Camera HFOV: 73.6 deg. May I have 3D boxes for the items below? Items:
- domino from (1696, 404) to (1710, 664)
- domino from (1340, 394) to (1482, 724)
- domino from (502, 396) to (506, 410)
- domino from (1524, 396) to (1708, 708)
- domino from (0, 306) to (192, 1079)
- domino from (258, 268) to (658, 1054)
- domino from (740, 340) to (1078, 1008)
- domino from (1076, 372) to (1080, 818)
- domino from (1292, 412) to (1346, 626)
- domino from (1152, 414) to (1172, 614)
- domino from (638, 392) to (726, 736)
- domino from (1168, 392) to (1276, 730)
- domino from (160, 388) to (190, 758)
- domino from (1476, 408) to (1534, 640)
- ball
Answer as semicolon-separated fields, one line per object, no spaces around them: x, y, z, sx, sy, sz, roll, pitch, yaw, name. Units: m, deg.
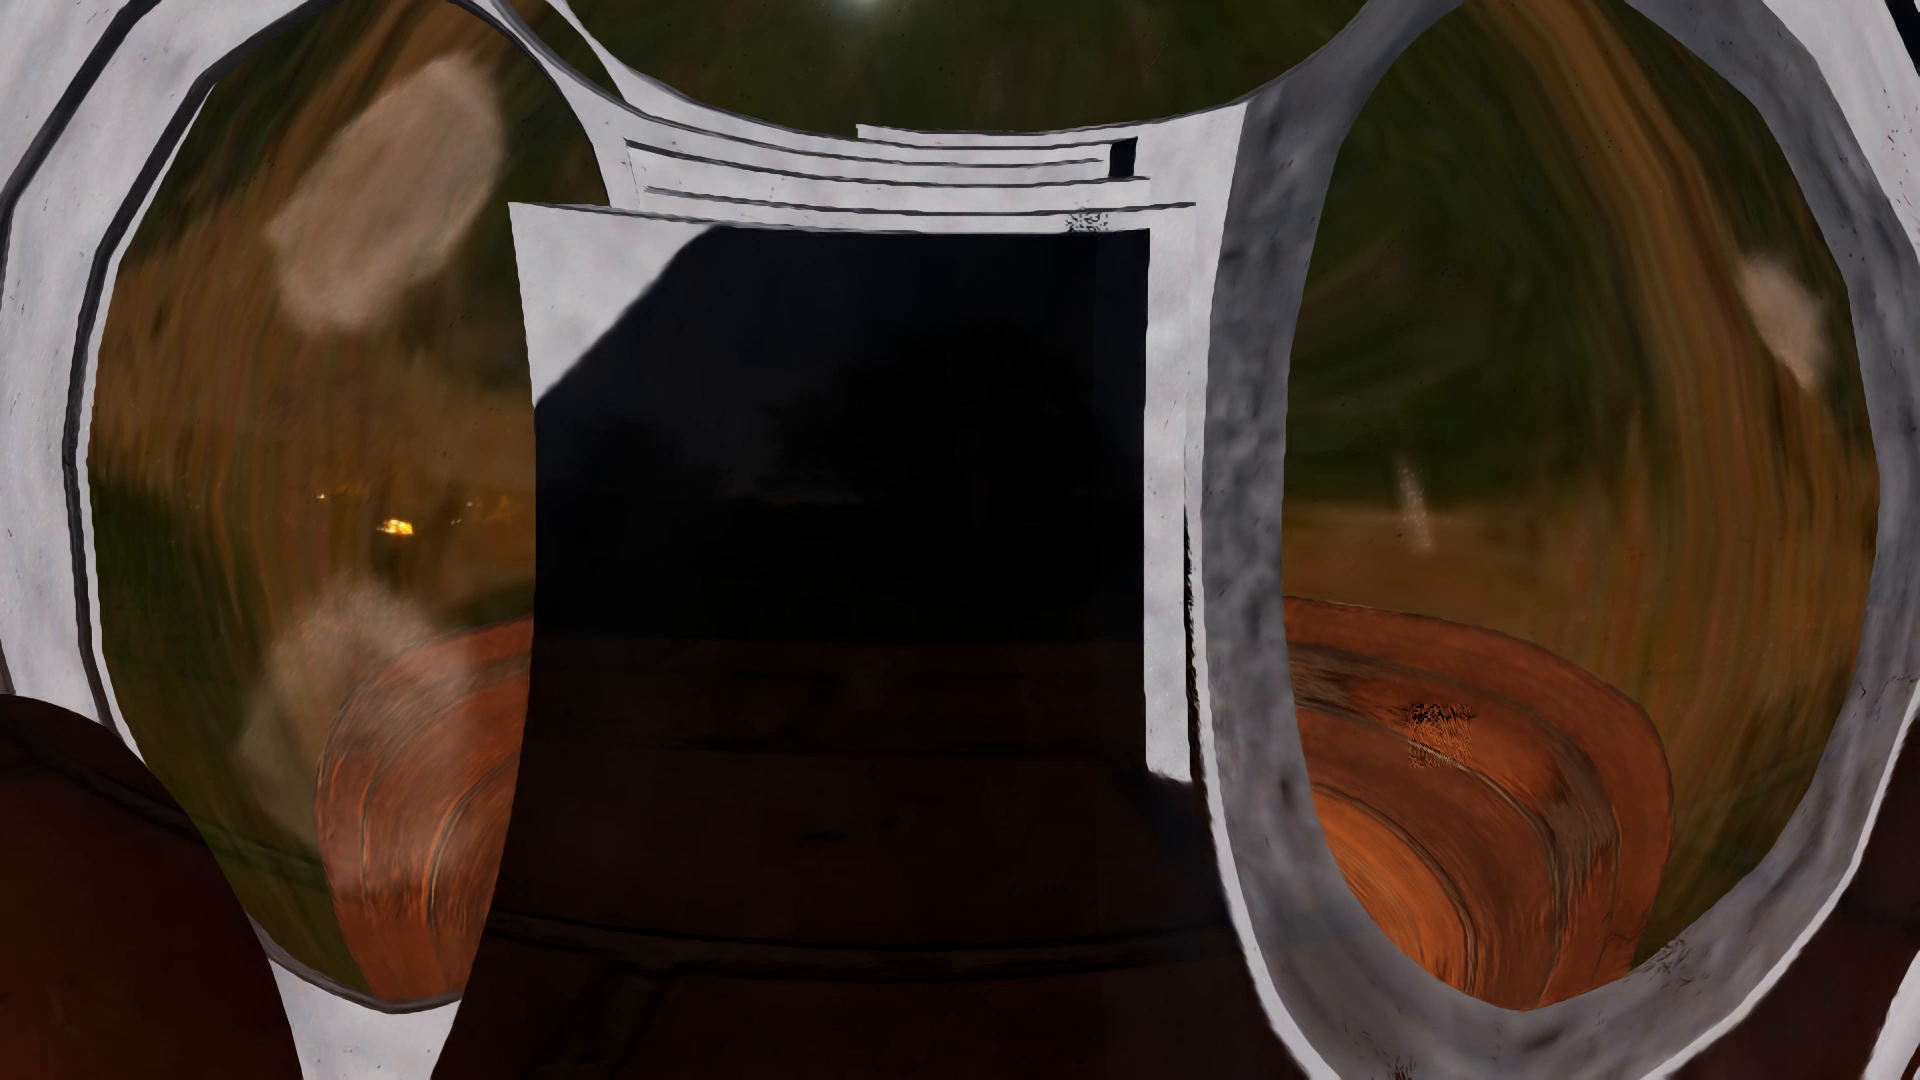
0.131;-0.001;0.251;0.025;0.050;0.009;0;4;-2;domino
0.072;0.002;0.207;0.009;0.050;0.025;-1;4;-10;domino
-0.076;0.003;0.195;0.009;0.050;0.025;-1;4;-9;domino
0.110;0.001;0.218;0.010;0.050;0.025;-2;5;-29;domino
-0.058;0.012;0.070;0.009;0.050;0.025;1;5;18;domino
-0.039;0.008;0.094;0.009;0.050;0.025;-2;-33;-43;domino
-0.004;0.010;0.103;0.025;0.050;0.009;1;4;16;domino
0.000;0.007;0.142;0.025;0.050;0.009;0;4;2;domino
0.091;-0.006;0.312;0.009;0.050;0.025;3;5;39;domino
0.056;-0.007;0.332;0.009;0.050;0.025;1;4;15;domino
-0.043;0.003;0.198;0.009;0.050;0.025;0;4;-5;domino
0.041;0.002;0.202;0.009;0.050;0.025;0;4;-4;domino
-0.116;0.004;0.180;0.009;0.050;0.025;-3;5;-37;domino
0.117;-0.004;0.285;0.025;0.050;0.009;-3;5;-34;domino
0.001;-0.002;0.054;0.080;0.080;0.080;0;4;0;ball
